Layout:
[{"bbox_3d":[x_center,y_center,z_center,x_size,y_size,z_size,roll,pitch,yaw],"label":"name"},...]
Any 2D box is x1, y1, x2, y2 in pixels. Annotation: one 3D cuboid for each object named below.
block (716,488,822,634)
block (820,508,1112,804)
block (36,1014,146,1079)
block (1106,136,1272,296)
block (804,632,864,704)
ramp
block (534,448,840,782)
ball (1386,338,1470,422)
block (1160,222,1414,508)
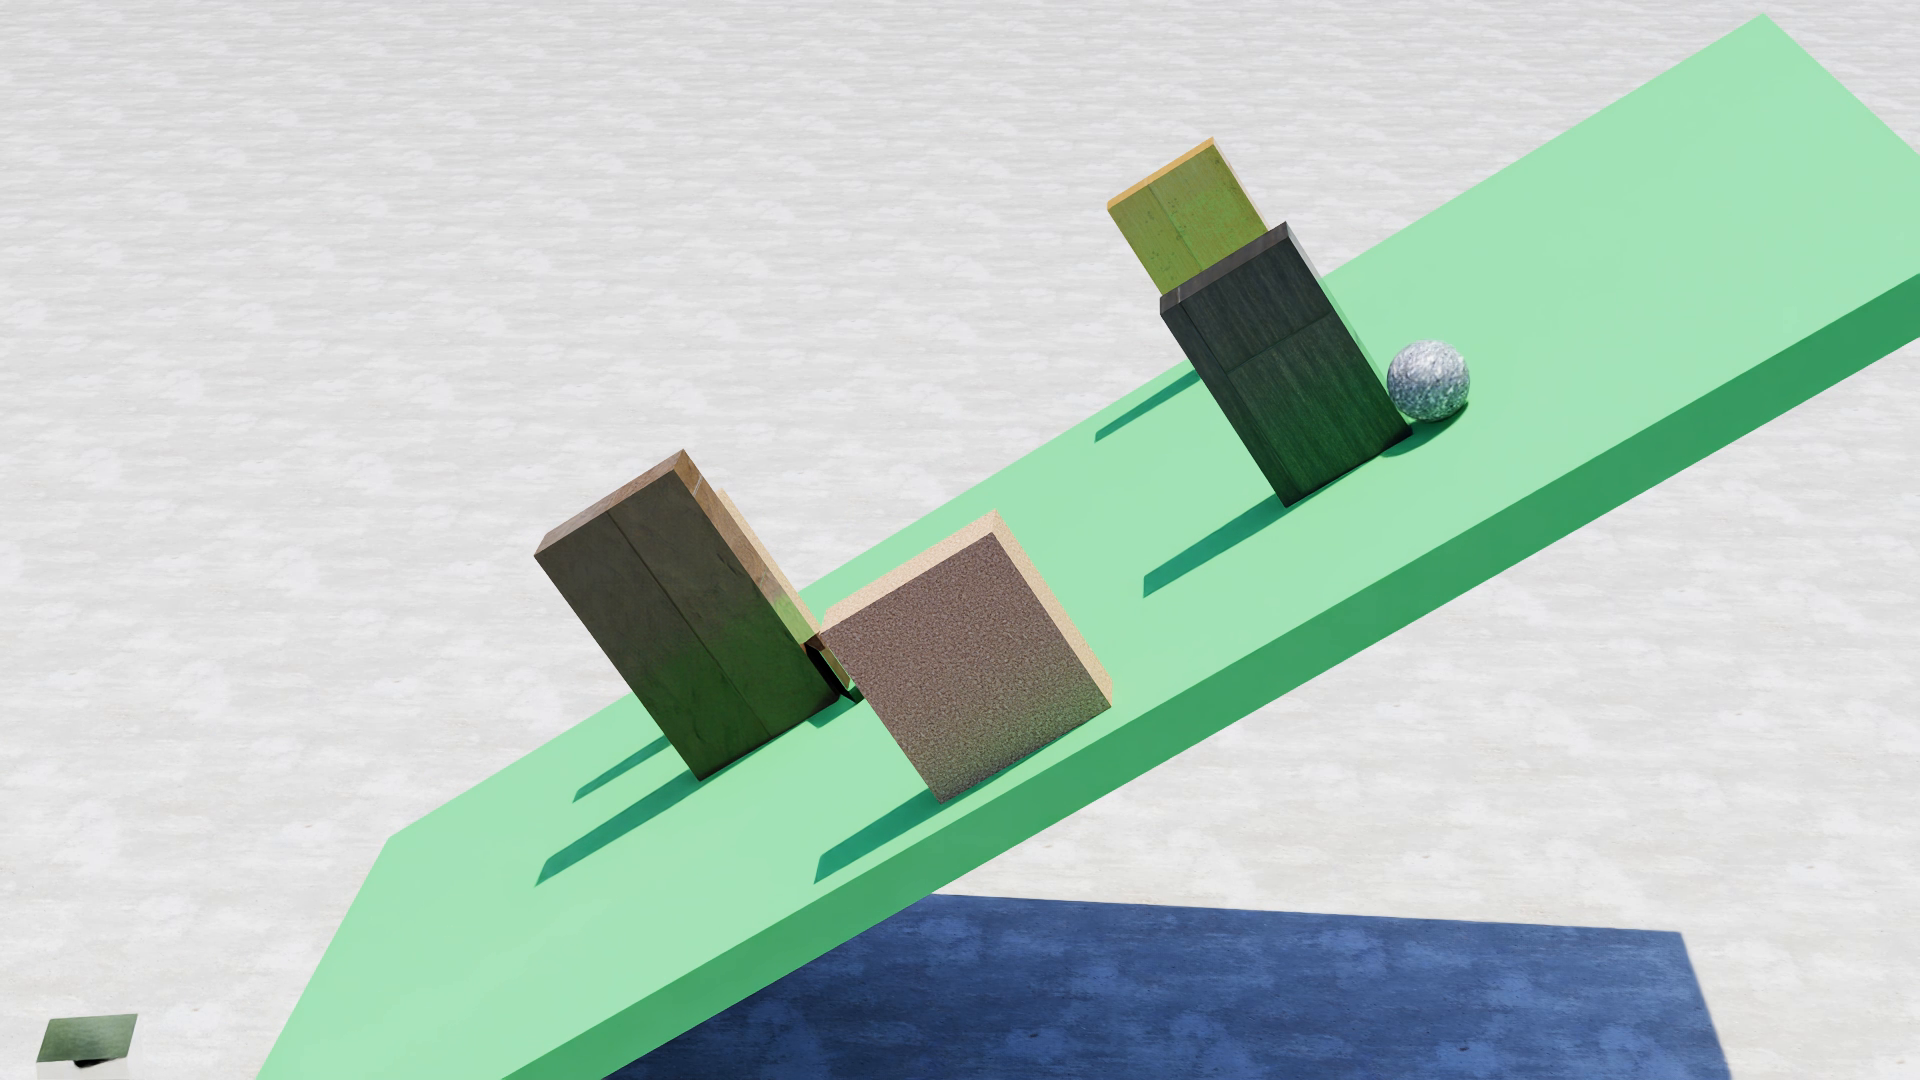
[{"bbox_3d":[-0.604,0.169,6.841,0.415,0.435,0.080,-31,15,14],"label":"block"},{"bbox_3d":[0.015,0.218,5.441,0.377,0.403,0.123,-31,15,14],"label":"block"},{"bbox_3d":[-1.929,1.192,6.539,0.194,0.194,0.194,-3,20,-7],"label":"block"},{"bbox_3d":[0.586,-0.668,6.858,0.288,0.454,0.082,-31,15,14],"label":"block"},{"bbox_3d":[-0.224,0.245,6.366,0.143,0.143,0.143,-37,15,-10],"label":"block"},{"bbox_3d":[0.139,0.171,6.296,4.000,0.100,2.000,-31,15,14],"label":"ramp"},{"bbox_3d":[-0.587,0.168,6.435,0.373,0.628,0.138,-31,15,14],"label":"block"},{"bbox_3d":[0.900,-0.307,5.652,0.160,0.160,0.160,0,20,0],"label":"ball"},{"bbox_3d":[0.634,-0.340,5.724,0.287,0.466,0.123,-31,15,14],"label":"block"}]
